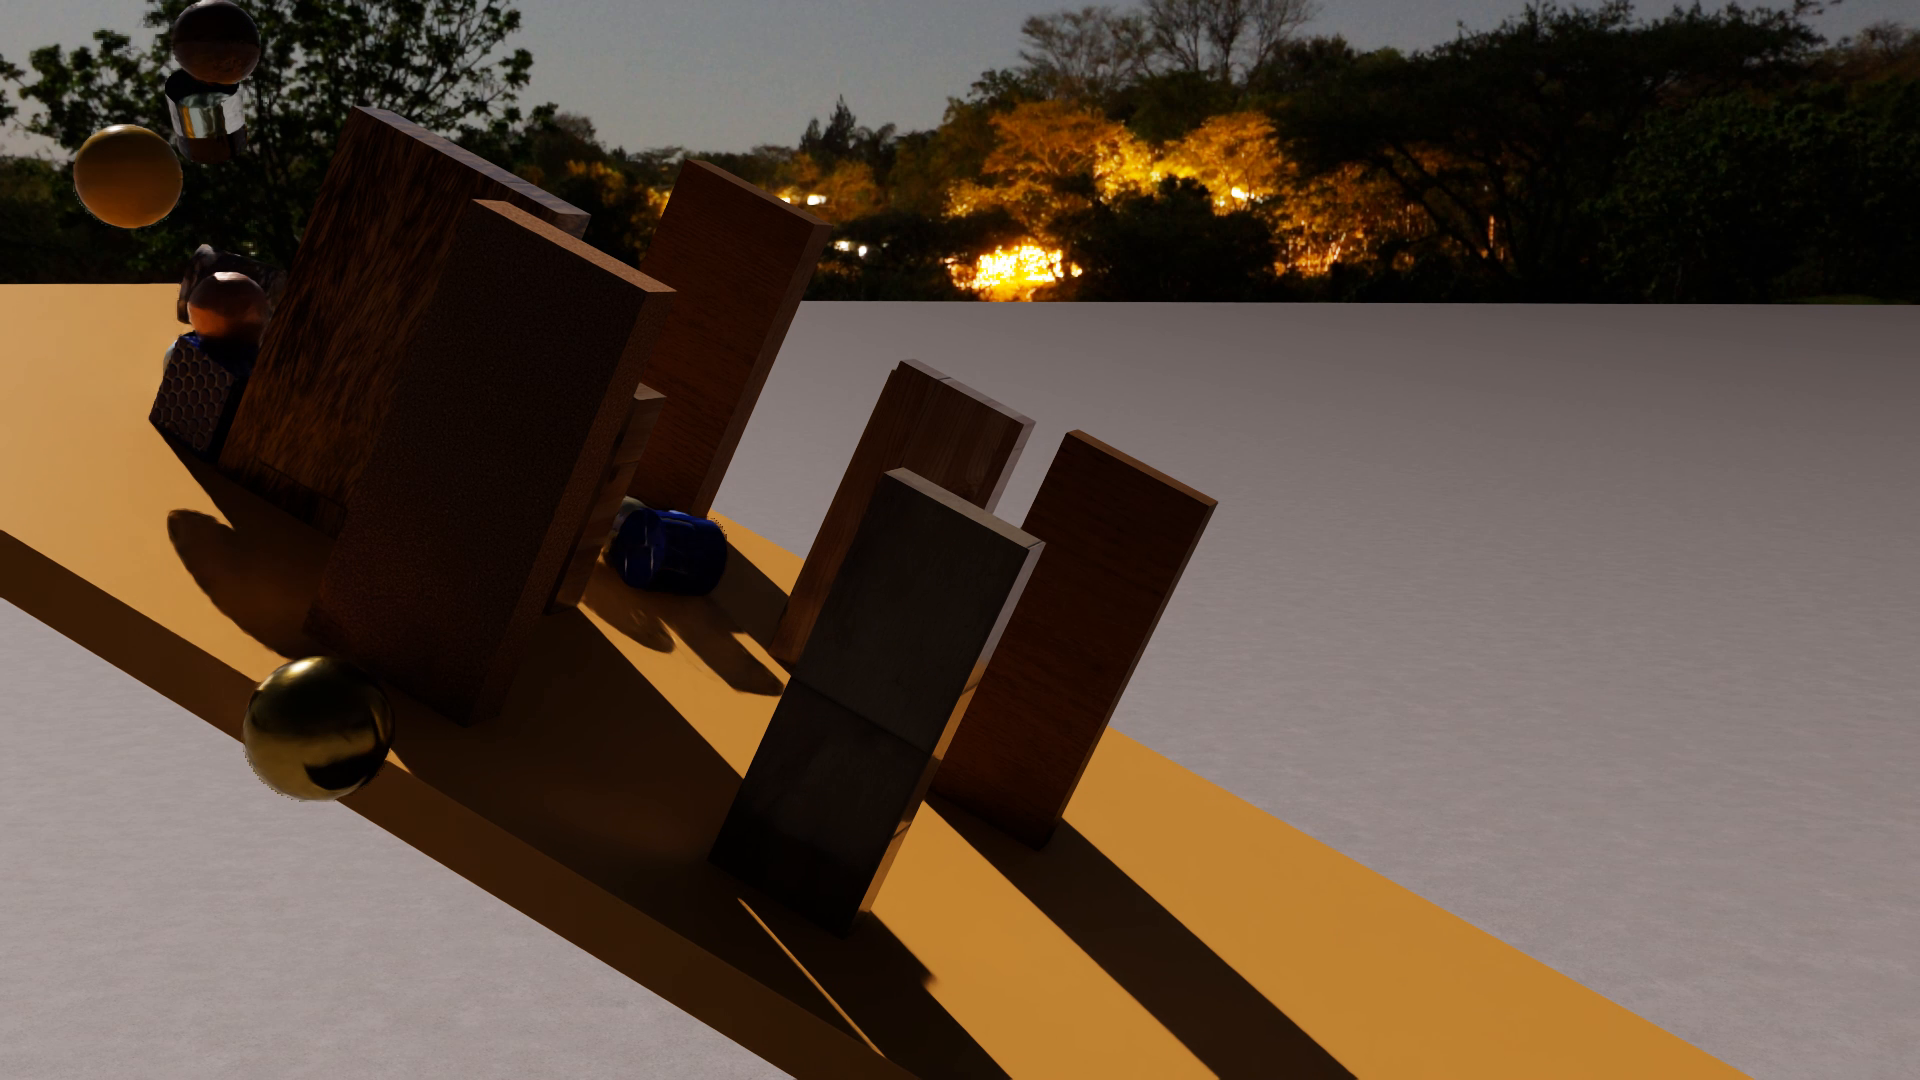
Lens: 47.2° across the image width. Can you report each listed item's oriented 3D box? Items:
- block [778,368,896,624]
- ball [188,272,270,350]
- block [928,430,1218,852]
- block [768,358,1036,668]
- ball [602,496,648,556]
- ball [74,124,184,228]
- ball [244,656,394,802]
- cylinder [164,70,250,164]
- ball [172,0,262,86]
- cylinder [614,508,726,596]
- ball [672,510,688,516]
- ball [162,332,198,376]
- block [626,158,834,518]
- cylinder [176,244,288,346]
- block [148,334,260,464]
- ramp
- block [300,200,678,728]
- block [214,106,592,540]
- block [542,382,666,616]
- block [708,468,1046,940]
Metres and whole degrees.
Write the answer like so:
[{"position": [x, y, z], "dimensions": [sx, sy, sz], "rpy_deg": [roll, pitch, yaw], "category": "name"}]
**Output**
[{"position": [-0.132, -0.030, 4.632], "dimensions": [0.277, 0.601, 0.093], "rpy_deg": [28, 14, 12], "category": "block"}, {"position": [-1.380, -0.433, 4.150], "dimensions": [0.148, 0.148, 0.148], "rpy_deg": [0, 7, 0], "category": "ball"}, {"position": [0.182, 0.188, 4.090], "dimensions": [0.294, 0.729, 0.088], "rpy_deg": [28, 14, 12], "category": "block"}, {"position": [-0.120, -0.001, 4.408], "dimensions": [0.280, 0.664, 0.091], "rpy_deg": [28, 14, 12], "category": "block"}, {"position": [-0.706, -0.027, 4.616], "dimensions": [0.129, 0.129, 0.129], "rpy_deg": [0, 7, 0], "category": "ball"}, {"position": [-1.608, -0.703, 4.253], "dimensions": [0.199, 0.199, 0.199], "rpy_deg": [0, 7, 0], "category": "ball"}, {"position": [-0.907, 0.266, 3.112], "dimensions": [0.205, 0.205, 0.205], "rpy_deg": [0, 7, 0], "category": "ball"}, {"position": [-1.576, -0.892, 4.606], "dimensions": [0.147, 0.147, 0.147], "rpy_deg": [3, 49, -4], "category": "cylinder"}, {"position": [-1.505, -1.006, 4.454], "dimensions": [0.173, 0.173, 0.173], "rpy_deg": [0, 7, 0], "category": "ball"}, {"position": [-0.597, 0.026, 4.534], "dimensions": [0.163, 0.163, 0.163], "rpy_deg": [7, -3, 44], "category": "cylinder"}, {"position": [-0.614, -0.004, 4.715], "dimensions": [0.117, 0.117, 0.117], "rpy_deg": [0, 7, 0], "category": "ball"}, {"position": [-1.485, -0.335, 4.322], "dimensions": [0.155, 0.155, 0.155], "rpy_deg": [0, 7, 0], "category": "ball"}, {"position": [-0.607, -0.451, 5.043], "dimensions": [0.343, 0.756, 0.119], "rpy_deg": [28, 14, 12], "category": "block"}, {"position": [-1.439, -0.483, 4.351], "dimensions": [0.162, 0.162, 0.162], "rpy_deg": [17, 5, -7], "category": "cylinder"}, {"position": [-1.392, -0.263, 4.187], "dimensions": [0.178, 0.178, 0.178], "rpy_deg": [32, 15, 28], "category": "block"}, {"position": [-0.256, 0.433, 4.166], "dimensions": [4.000, 0.100, 2.000], "rpy_deg": [28, 14, 12], "category": "ramp"}, {"position": [-0.756, -0.119, 3.504], "dimensions": [0.328, 0.768, 0.109], "rpy_deg": [28, 14, 12], "category": "block"}, {"position": [-1.020, -0.354, 4.002], "dimensions": [0.447, 0.731, 0.125], "rpy_deg": [28, 14, 12], "category": "block"}, {"position": [-0.830, -0.153, 4.174], "dimensions": [0.388, 0.453, 0.119], "rpy_deg": [28, 14, 12], "category": "block"}, {"position": [-0.133, 0.253, 3.382], "dimensions": [0.252, 0.685, 0.093], "rpy_deg": [28, 14, 12], "category": "block"}]
